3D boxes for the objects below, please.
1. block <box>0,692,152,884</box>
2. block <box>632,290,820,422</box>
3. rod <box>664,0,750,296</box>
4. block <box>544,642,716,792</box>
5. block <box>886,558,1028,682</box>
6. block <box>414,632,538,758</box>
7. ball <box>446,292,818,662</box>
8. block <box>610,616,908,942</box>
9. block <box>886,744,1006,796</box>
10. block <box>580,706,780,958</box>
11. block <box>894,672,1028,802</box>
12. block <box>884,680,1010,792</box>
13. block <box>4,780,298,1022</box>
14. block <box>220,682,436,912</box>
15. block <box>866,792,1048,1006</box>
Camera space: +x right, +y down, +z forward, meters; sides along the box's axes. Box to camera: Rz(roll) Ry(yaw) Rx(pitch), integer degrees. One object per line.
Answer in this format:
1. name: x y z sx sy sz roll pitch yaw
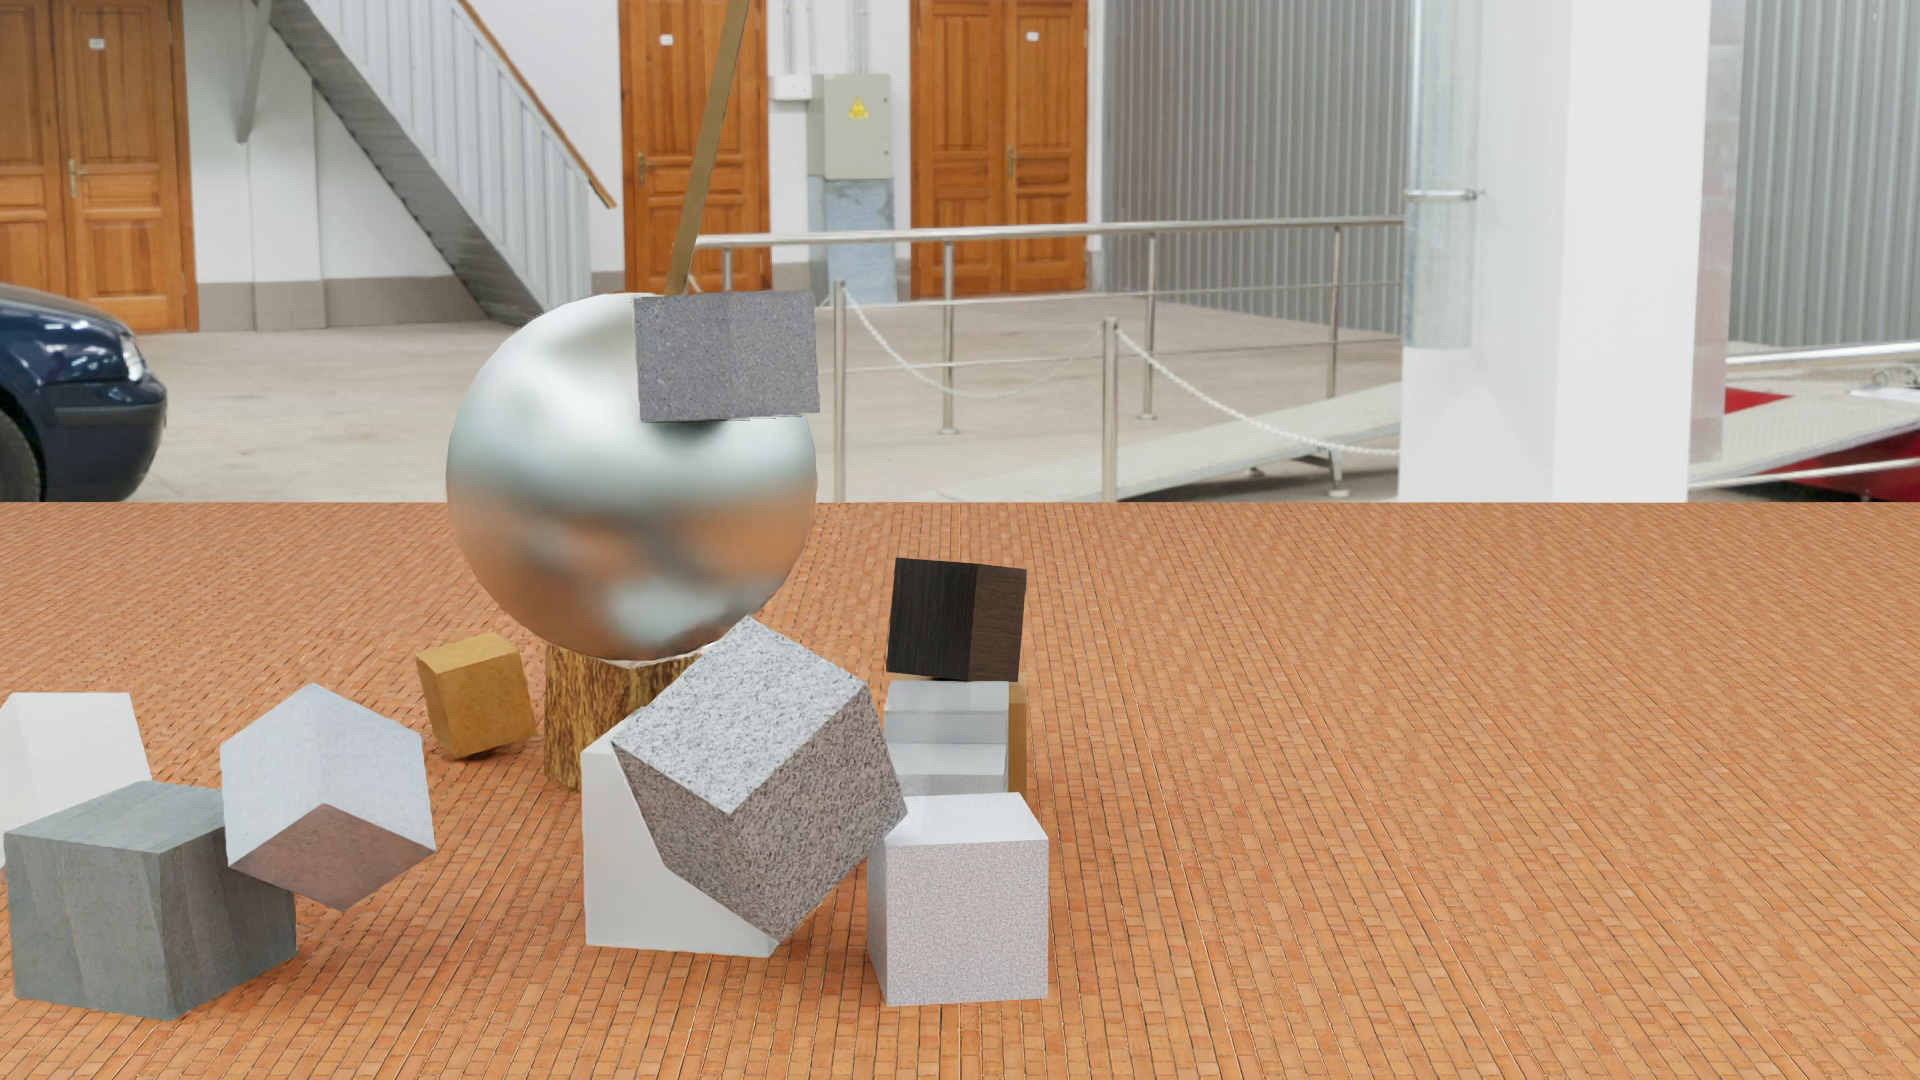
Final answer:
1. block: -3.888 1.071 11.076 0.527 0.606 0.579 4 -37 -45
2. block: -0.923 -0.730 10.149 0.511 0.485 0.494 1 6 38
3. rod: -0.614 -3.522 10.540 0.080 5.200 0.080 13 10 -2
4. block: -1.598 0.857 12.790 0.642 0.700 0.684 14 17 43
5. block: -0.015 0.394 12.602 0.472 0.560 0.473 4 -2 32
6. block: -2.540 0.807 13.452 0.438 0.463 0.538 -16 15 -21
7. ball: -1.417 -0.272 11.131 1.600 1.600 1.600 0 10 0
8. block: -0.736 0.887 9.579 0.634 0.762 0.724 27 57 35
9. block: -0.089 1.215 11.551 0.582 0.476 0.528 0 10 2
10. block: -1.075 1.200 10.696 0.772 0.812 0.767 2 10 11
11. block: -0.002 0.983 12.695 0.662 0.524 0.650 0 10 1
12. block: -0.057 1.039 12.084 0.571 0.632 0.575 0 10 1
13. block: -3.157 1.395 10.057 0.721 0.657 0.801 4 11 21
14. block: -2.443 0.997 9.903 0.507 0.558 0.580 -33 -40 20
15. block: -0.019 1.401 10.087 0.622 0.635 0.657 -2 10 -9
